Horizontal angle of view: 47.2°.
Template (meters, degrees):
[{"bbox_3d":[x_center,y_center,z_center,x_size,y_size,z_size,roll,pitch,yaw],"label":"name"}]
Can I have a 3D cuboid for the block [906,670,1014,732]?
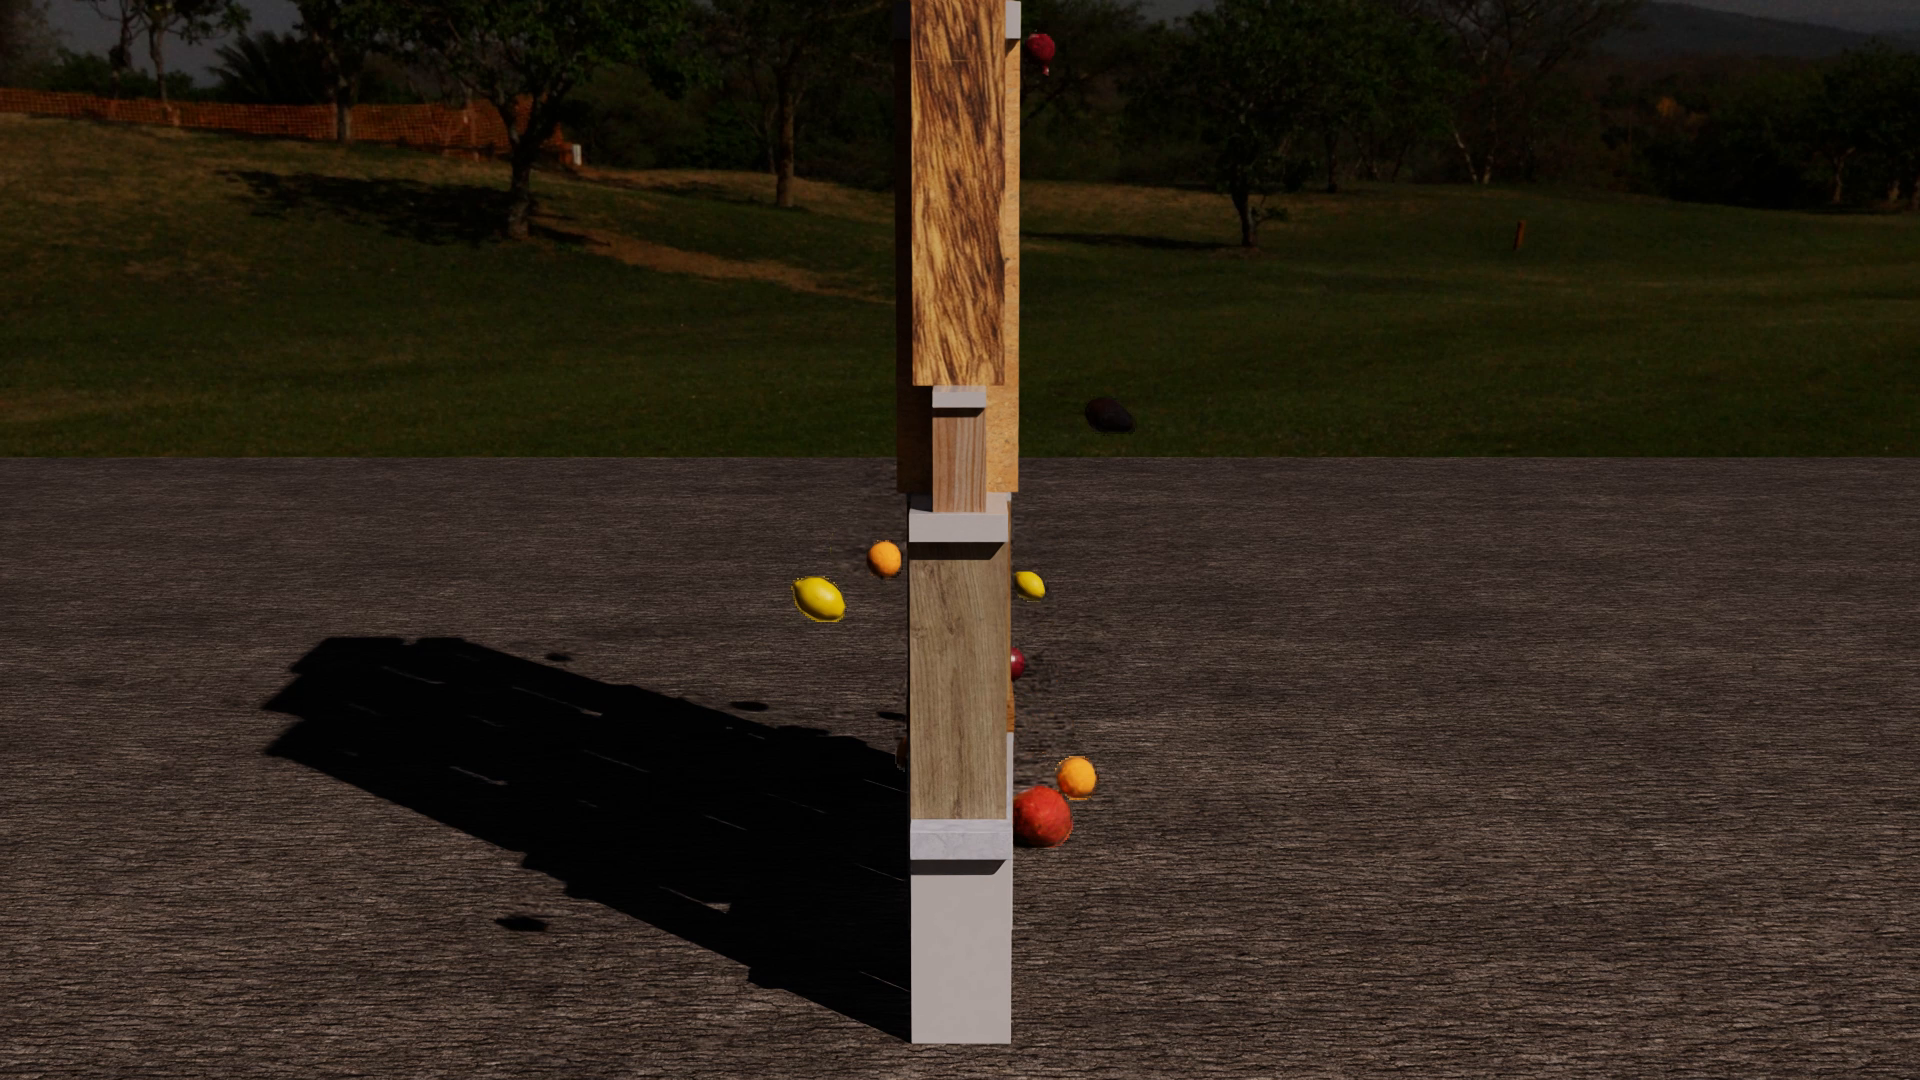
[{"bbox_3d":[0.000,0.245,3.571,0.167,0.047,0.334,0,11,0],"label":"block"}]

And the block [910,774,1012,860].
[{"bbox_3d":[0.002,0.390,3.121,0.139,0.039,0.277,0,11,0],"label":"block"}]

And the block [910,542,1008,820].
[{"bbox_3d":[-0.002,0.189,3.018,0.132,0.394,0.037,0,10,0],"label":"block"}]

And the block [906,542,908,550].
[{"bbox_3d":[-0.008,-0.244,3.706,0.164,0.522,0.047,0,11,-1],"label":"block"}]

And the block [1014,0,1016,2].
[{"bbox_3d":[0.000,-0.858,3.449,0.160,0.045,0.320,0,11,-1],"label":"block"}]

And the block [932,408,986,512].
[{"bbox_3d":[-0.001,-0.109,2.945,0.072,0.143,0.020,0,10,0],"label":"block"}]

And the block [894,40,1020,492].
[{"bbox_3d":[-0.004,-0.379,3.078,0.171,0.625,0.049,0,10,0],"label":"block"}]

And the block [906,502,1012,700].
[{"bbox_3d":[-0.002,0.088,3.411,0.159,0.319,0.045,0,11,0],"label":"block"}]

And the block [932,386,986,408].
[{"bbox_3d":[0.000,-0.198,2.977,0.072,0.020,0.143,0,10,0],"label":"block"}]

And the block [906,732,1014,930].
[{"bbox_3d":[0.000,0.452,3.496,0.167,0.334,0.047,0,11,0],"label":"block"}]

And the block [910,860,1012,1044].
[{"bbox_3d":[0.002,0.562,3.059,0.139,0.277,0.039,0,11,0],"label":"block"}]

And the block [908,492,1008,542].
[{"bbox_3d":[-0.002,-0.040,3.066,0.132,0.037,0.265,0,10,0],"label":"block"}]

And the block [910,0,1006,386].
[{"bbox_3d":[-0.002,-0.586,2.931,0.125,0.760,0.035,0,10,-1],"label":"block"}]

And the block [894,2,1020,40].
[{"bbox_3d":[-0.003,-0.731,3.129,0.171,0.049,0.343,0,11,0],"label":"block"}]

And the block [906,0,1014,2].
[{"bbox_3d":[0.000,-0.945,3.130,0.154,0.372,0.044,0,11,0],"label":"block"}]

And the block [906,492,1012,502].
[{"bbox_3d":[-0.002,-0.110,3.482,0.159,0.045,0.319,0,11,0],"label":"block"}]
